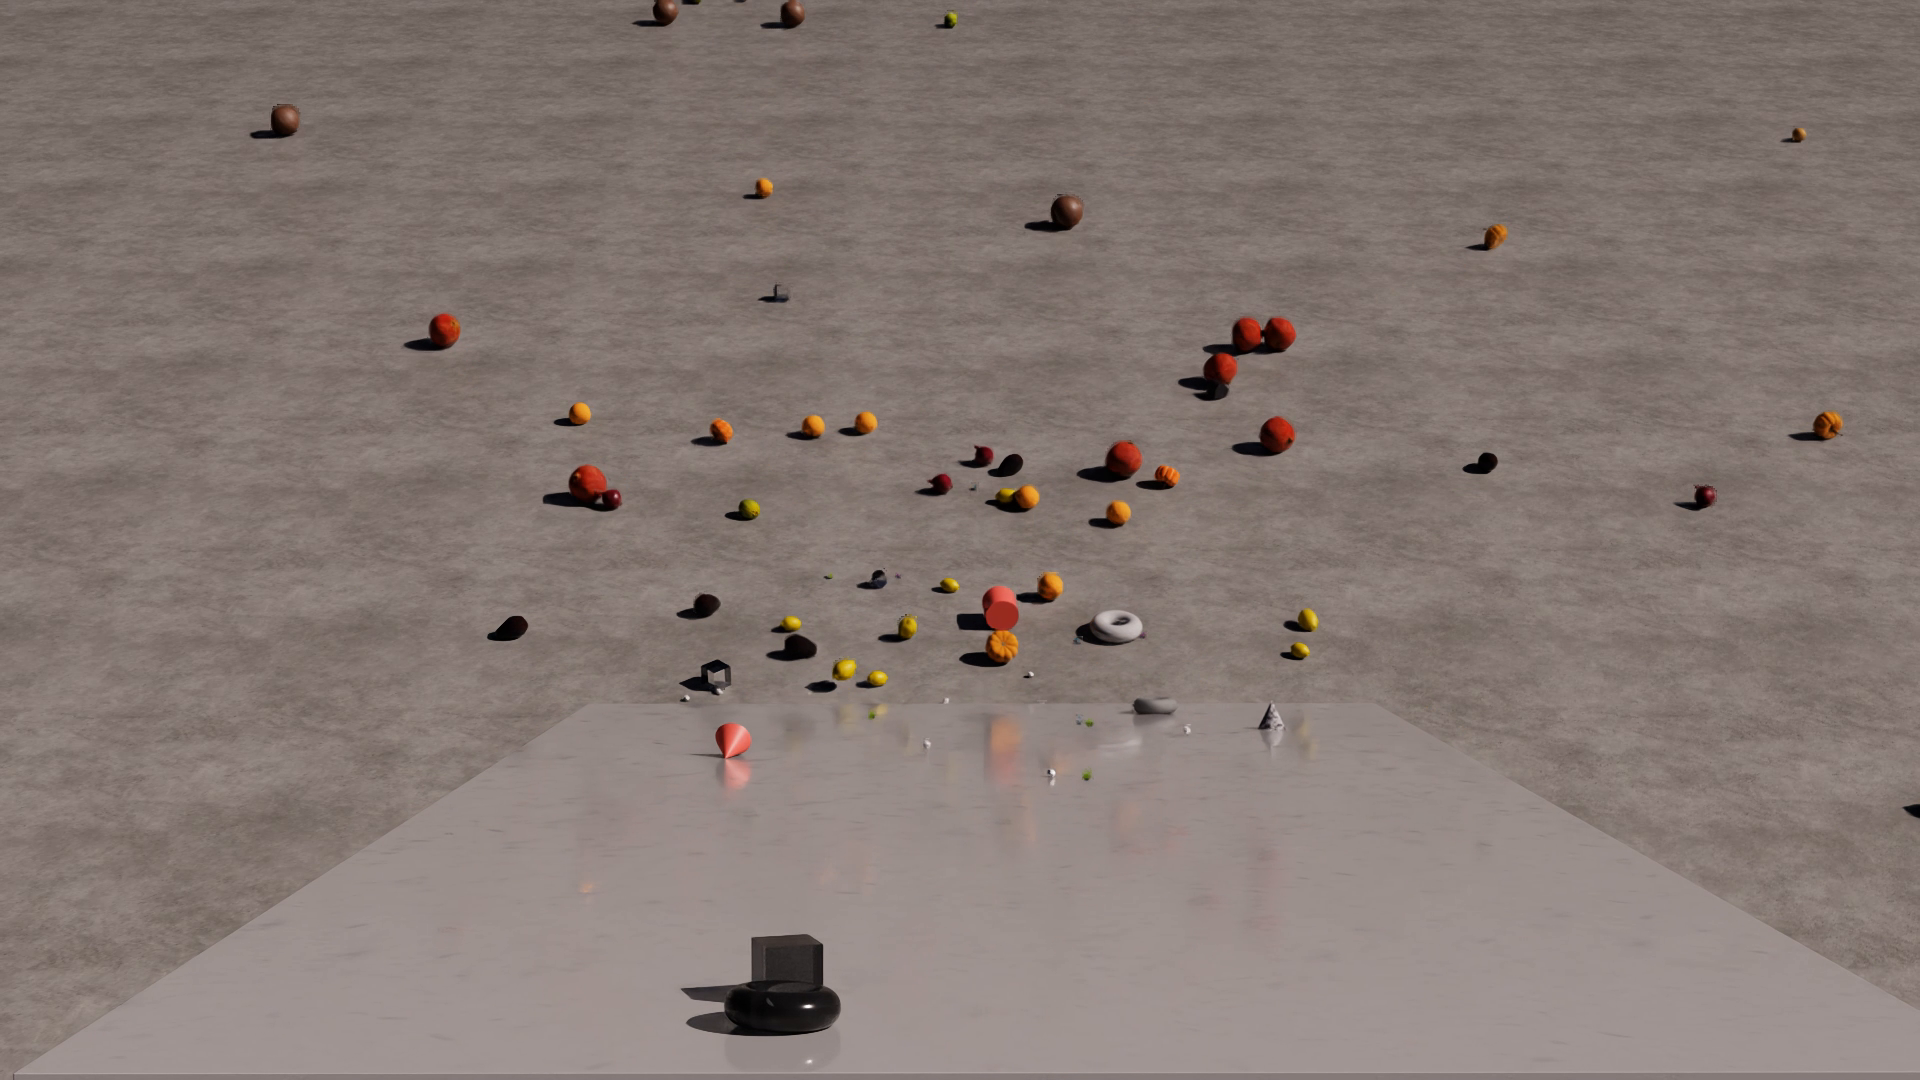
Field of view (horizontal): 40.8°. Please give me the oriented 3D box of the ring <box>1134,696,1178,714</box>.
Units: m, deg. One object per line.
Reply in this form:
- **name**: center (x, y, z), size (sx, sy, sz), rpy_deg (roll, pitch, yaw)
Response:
- **ring**: center (0.479, 0.405, 6.314), size (0.109, 0.036, 0.109), rpy_deg (-1, 2, 0)

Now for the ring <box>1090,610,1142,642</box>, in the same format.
- **ring**: center (0.429, 0.238, 7.092), size (0.145, 0.048, 0.145), rpy_deg (1, 24, -1)

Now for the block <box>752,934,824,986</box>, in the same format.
- **block**: center (-0.195, 0.486, 2.913), size (0.066, 0.066, 0.066), rpy_deg (-1, 2, -18)

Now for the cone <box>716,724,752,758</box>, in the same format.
- **cone**: center (-0.479, 0.433, 5.351), size (0.077, 0.077, 0.077), rpy_deg (4, 23, 9)

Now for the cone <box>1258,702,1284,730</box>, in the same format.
- **cone**: center (0.716, 0.402, 5.927), size (0.063, 0.063, 0.063), rpy_deg (0, 2, 0)

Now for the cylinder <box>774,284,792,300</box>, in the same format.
- **cylinder**: center (-0.654, -0.913, 9.514), size (0.054, 0.054, 0.054), rpy_deg (8, 26, 3)

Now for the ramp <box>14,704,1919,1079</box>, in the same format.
- **ramp**: center (0.058, 0.522, 4.561), size (2.000, 0.100, 4.000), rpy_deg (0, 2, 0)

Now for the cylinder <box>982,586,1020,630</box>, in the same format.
- **cylinder**: center (0.113, 0.189, 7.143), size (0.093, 0.093, 0.093), rpy_deg (-2, 25, -4)

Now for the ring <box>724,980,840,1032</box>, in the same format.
- **ring**: center (-0.191, 0.502, 2.776), size (0.126, 0.042, 0.126), rpy_deg (2, -1, 0)

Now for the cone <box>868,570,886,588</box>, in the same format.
- **cone**: center (-0.248, 0.116, 7.378), size (0.054, 0.054, 0.054), rpy_deg (-23, 7, -40)

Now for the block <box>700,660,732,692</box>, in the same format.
- **block**: center (-0.646, 0.359, 6.827), size (0.056, 0.056, 0.056), rpy_deg (-22, 33, -38)

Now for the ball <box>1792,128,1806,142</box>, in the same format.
- **ball**: center (3.693, -1.783, 11.346), size (0.060, 0.060, 0.060), rpy_deg (0, 25, 0)
